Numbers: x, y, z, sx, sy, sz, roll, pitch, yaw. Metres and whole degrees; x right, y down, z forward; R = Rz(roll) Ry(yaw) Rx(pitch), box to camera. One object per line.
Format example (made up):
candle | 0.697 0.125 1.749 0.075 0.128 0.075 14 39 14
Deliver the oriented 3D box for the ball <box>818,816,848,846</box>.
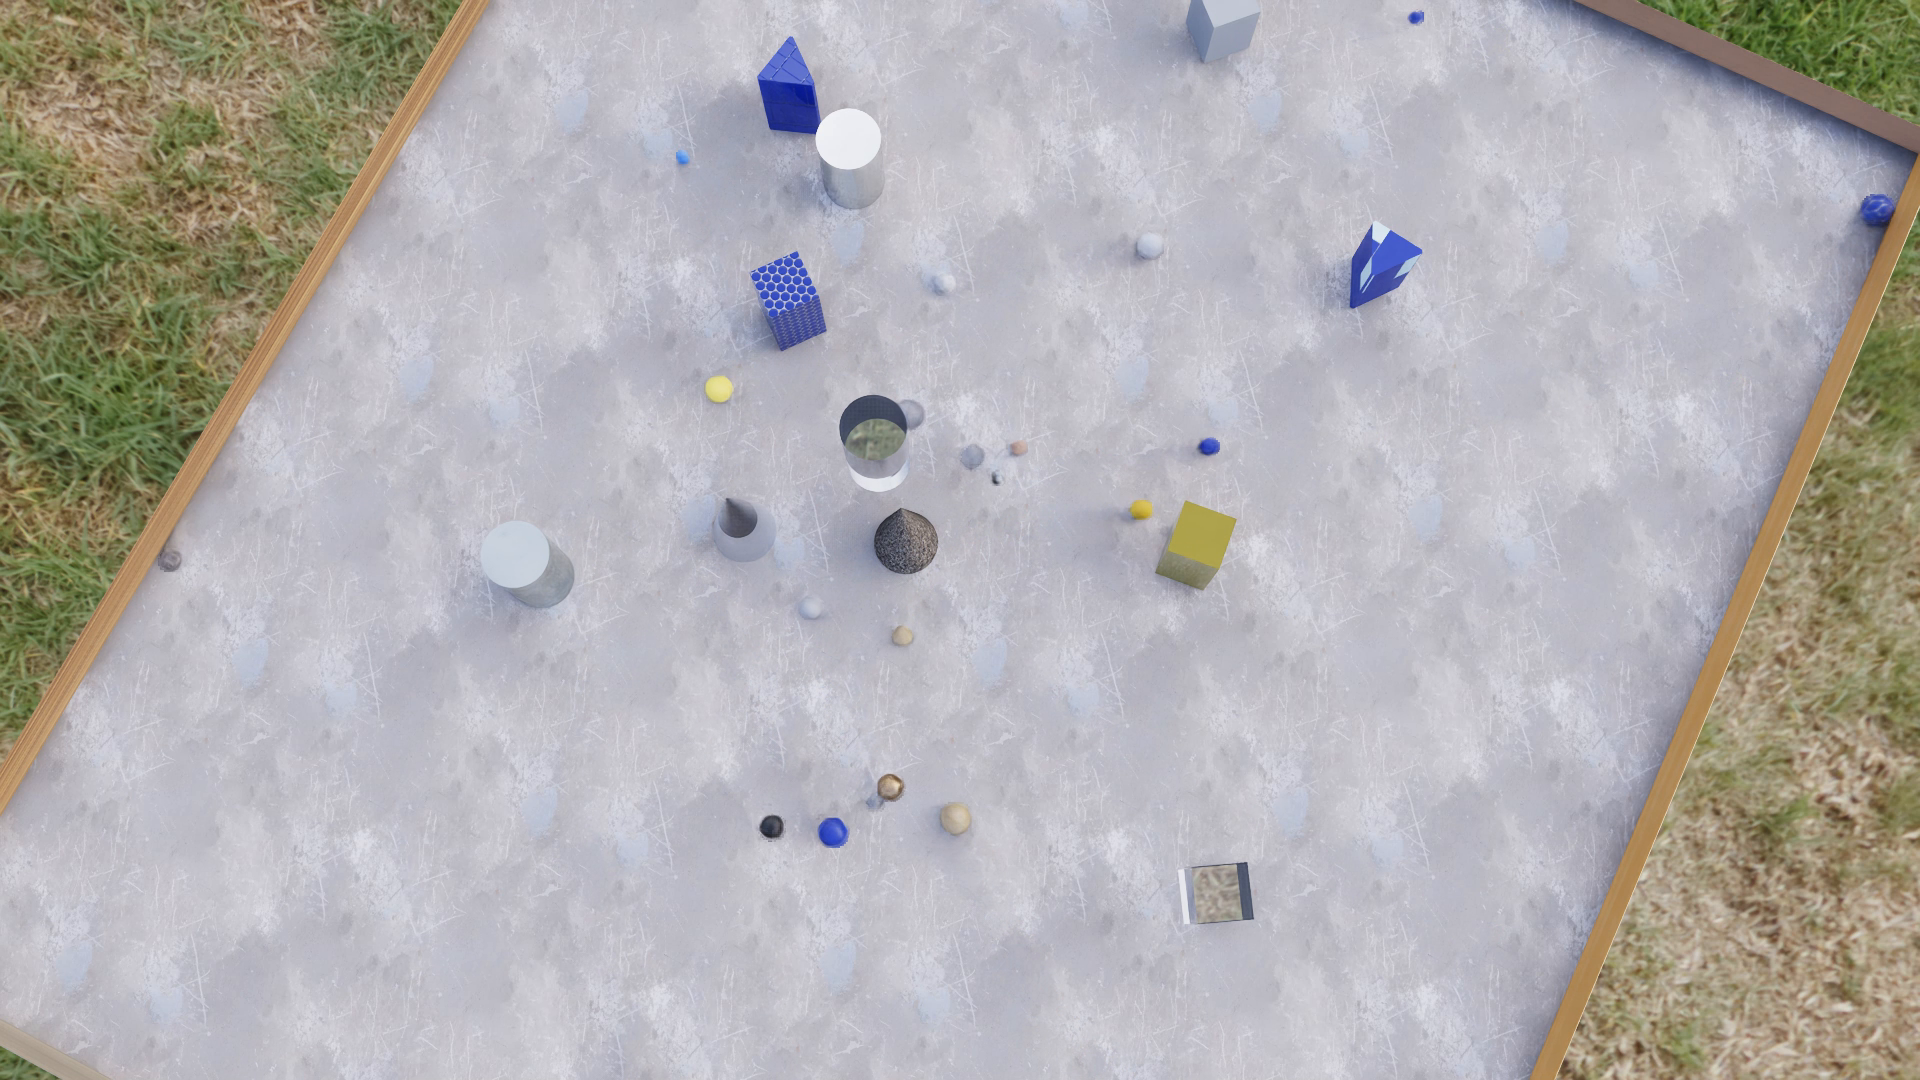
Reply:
ball | -0.375 0.858 5.395 0.086 0.086 0.086 0 78 0

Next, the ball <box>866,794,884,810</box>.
ball | -0.252 0.778 5.430 0.049 0.049 0.049 0 78 0

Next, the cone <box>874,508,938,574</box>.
cone | -0.165 -0.041 5.375 0.197 0.490 0.197 0 78 0

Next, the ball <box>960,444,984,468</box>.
ball | 0.037 -0.256 5.631 0.076 0.076 0.076 0 78 0

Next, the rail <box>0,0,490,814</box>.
rail | -1.947 -0.947 5.746 0.045 0.128 5.060 26 80 5

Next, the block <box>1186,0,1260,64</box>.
block | 0.836 -1.667 5.837 0.157 0.244 0.157 -20 79 -4

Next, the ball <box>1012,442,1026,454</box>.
ball | 0.181 -0.284 5.654 0.043 0.043 0.043 0 78 0

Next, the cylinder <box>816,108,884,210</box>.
cylinder | -0.338 -1.181 5.698 0.197 0.319 0.197 0 78 0

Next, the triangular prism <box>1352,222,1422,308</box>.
triangular prism | 1.276 -0.862 5.640 0.170 0.304 0.148 -25 79 -5

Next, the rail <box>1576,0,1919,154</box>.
rail | 1.121 -2.188 6.003 4.401 0.128 0.045 26 80 5

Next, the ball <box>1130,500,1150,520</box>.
ball | 0.552 -0.092 5.603 0.063 0.063 0.063 0 78 0

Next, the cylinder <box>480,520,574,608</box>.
cylinder | -1.274 0.076 5.420 0.197 0.353 0.197 0 78 0

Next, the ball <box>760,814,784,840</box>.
ball | -0.555 0.846 5.405 0.071 0.071 0.071 0 78 0

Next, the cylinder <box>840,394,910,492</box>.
cylinder | -0.250 -0.285 5.475 0.197 0.393 0.197 0 78 0

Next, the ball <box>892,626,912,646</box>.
ball | -0.173 0.287 5.526 0.062 0.062 0.062 0 78 0

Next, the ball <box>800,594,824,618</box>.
ball | -0.449 0.202 5.539 0.071 0.071 0.071 0 78 0

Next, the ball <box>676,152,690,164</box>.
ball | -0.883 -1.219 5.848 0.041 0.041 0.041 0 78 0

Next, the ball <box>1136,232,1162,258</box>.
ball | 0.596 -0.927 5.767 0.080 0.080 0.080 0 78 0

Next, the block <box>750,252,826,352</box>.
block | -0.522 -0.726 5.600 0.157 0.326 0.157 -25 79 -5

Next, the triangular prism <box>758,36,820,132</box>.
triangular prism | -0.520 -1.423 5.728 0.170 0.358 0.148 6 78 1

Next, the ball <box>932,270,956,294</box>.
ball | -0.051 -0.808 5.747 0.072 0.072 0.072 0 78 0

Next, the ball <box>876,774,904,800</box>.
ball | -0.207 0.731 5.426 0.077 0.077 0.077 0 78 0

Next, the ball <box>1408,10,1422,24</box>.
ball | 1.476 -1.696 5.947 0.041 0.041 0.041 0 78 0

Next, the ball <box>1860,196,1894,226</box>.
ball | 2.893 -1.038 5.782 0.096 0.096 0.096 0 78 0

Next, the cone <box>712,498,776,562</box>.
cone | -0.661 -0.074 5.400 0.197 0.455 0.197 0 78 0

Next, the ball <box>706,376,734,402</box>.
ball | -0.744 -0.468 5.671 0.083 0.083 0.083 0 78 0

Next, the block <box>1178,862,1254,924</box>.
block | 0.730 1.013 5.245 0.157 0.316 0.157 -5 78 -1

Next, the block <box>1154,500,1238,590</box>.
block | 0.696 0.020 5.434 0.157 0.350 0.157 20 79 4

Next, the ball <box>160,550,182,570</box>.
ball | -2.400 0.060 5.572 0.064 0.064 0.064 0 78 0

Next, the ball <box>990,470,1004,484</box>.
ball | 0.116 -0.194 5.636 0.041 0.041 0.041 0 78 0

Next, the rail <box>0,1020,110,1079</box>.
rail | -1.121 2.202 5.095 4.401 0.128 0.045 26 80 5

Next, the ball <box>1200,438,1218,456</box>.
ball | 0.765 -0.287 5.649 0.053 0.053 0.053 0 78 0

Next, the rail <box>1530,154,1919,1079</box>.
rail | 1.947 0.960 5.352 0.045 0.128 5.060 26 80 5

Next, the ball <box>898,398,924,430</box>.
ball | -0.158 -0.387 5.647 0.097 0.097 0.097 0 78 0

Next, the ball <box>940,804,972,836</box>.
ball | -0.013 0.823 5.399 0.092 0.092 0.092 0 78 0
